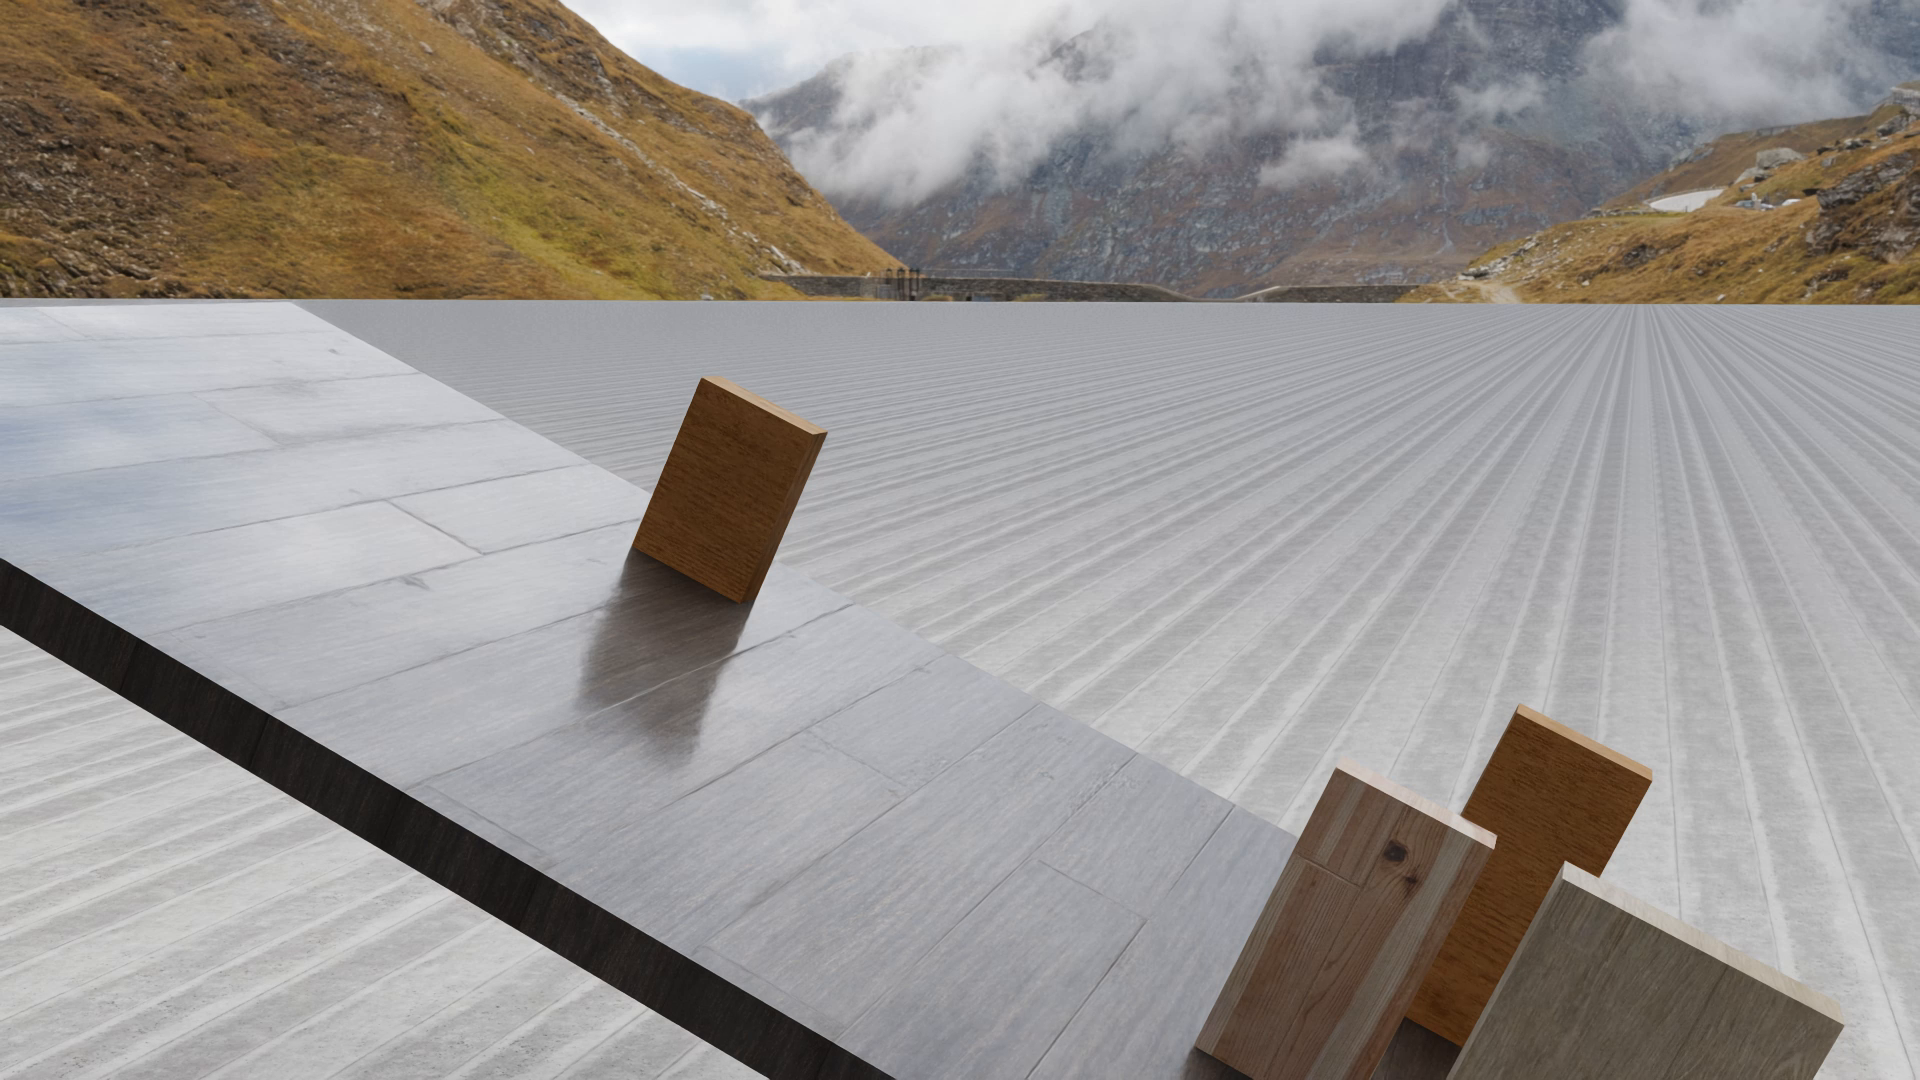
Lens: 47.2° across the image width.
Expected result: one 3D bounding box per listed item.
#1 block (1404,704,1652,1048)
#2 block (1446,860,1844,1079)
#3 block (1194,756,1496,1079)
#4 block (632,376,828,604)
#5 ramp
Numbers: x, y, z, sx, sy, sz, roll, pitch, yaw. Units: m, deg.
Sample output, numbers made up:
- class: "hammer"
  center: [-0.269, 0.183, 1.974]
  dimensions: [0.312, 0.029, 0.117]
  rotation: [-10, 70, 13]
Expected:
- class: "block"
  center: [1.030, 0.647, 4.137]
  dimensions: [0.267, 0.621, 0.098]
  rotation: [27, 14, 12]
- class: "block"
  center: [0.871, 0.835, 3.055]
  dimensions: [0.401, 0.660, 0.095]
  rotation: [27, 14, 12]
- class: "block"
  center: [0.626, 0.656, 3.588]
  dimensions: [0.274, 0.534, 0.090]
  rotation: [27, 14, 12]
- class: "block"
  center: [-0.507, -0.112, 4.831]
  dimensions: [0.283, 0.412, 0.095]
  rotation: [27, 14, 12]
- class: "ramp"
  center: [-0.267, 0.457, 4.172]
  dimensions: [4.000, 0.100, 2.000]
  rotation: [27, 14, 12]
